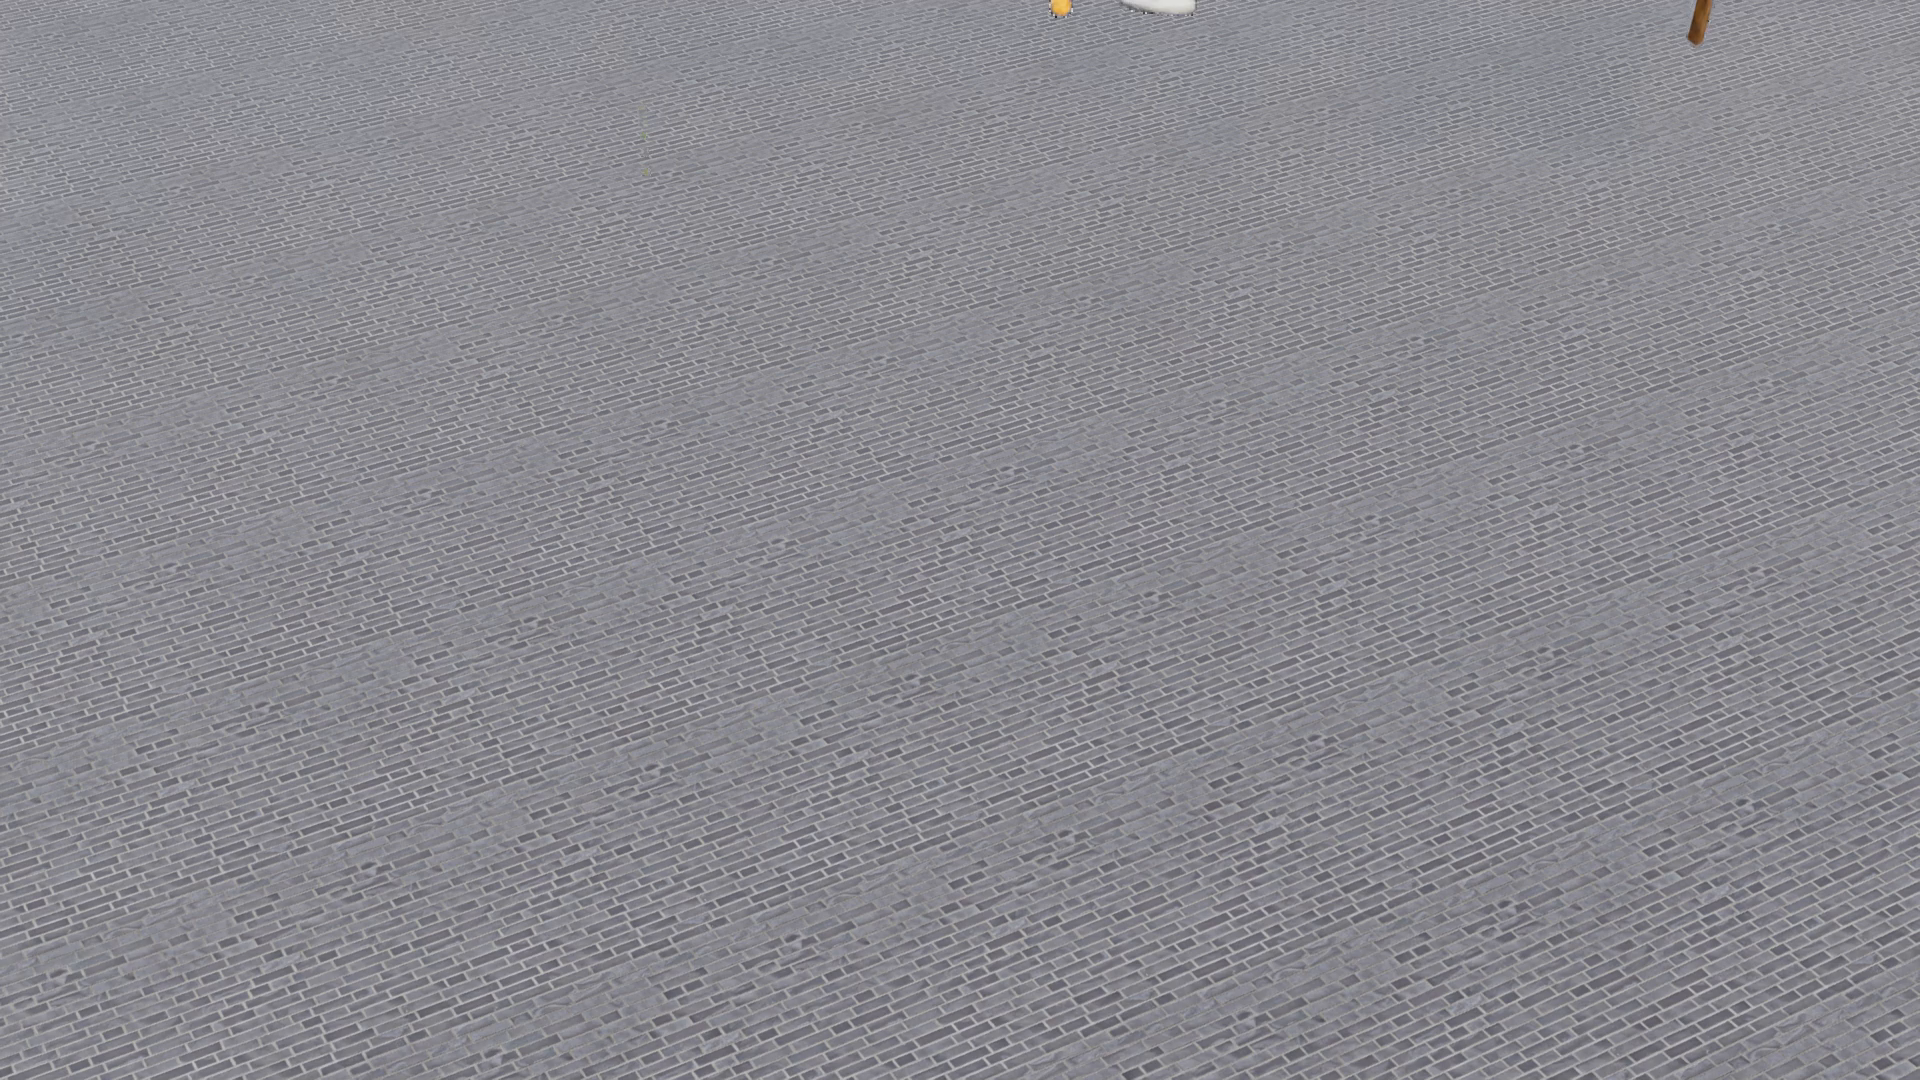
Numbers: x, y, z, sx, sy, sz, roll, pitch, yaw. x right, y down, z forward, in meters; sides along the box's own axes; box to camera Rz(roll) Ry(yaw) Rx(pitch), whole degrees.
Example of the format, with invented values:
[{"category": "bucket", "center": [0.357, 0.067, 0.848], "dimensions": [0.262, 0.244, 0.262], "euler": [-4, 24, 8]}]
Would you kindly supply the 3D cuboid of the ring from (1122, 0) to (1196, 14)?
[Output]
[{"category": "ring", "center": [0.557, -1.510, 8.236], "dimensions": [0.211, 0.046, 0.230], "euler": [3, 15, -12]}]
